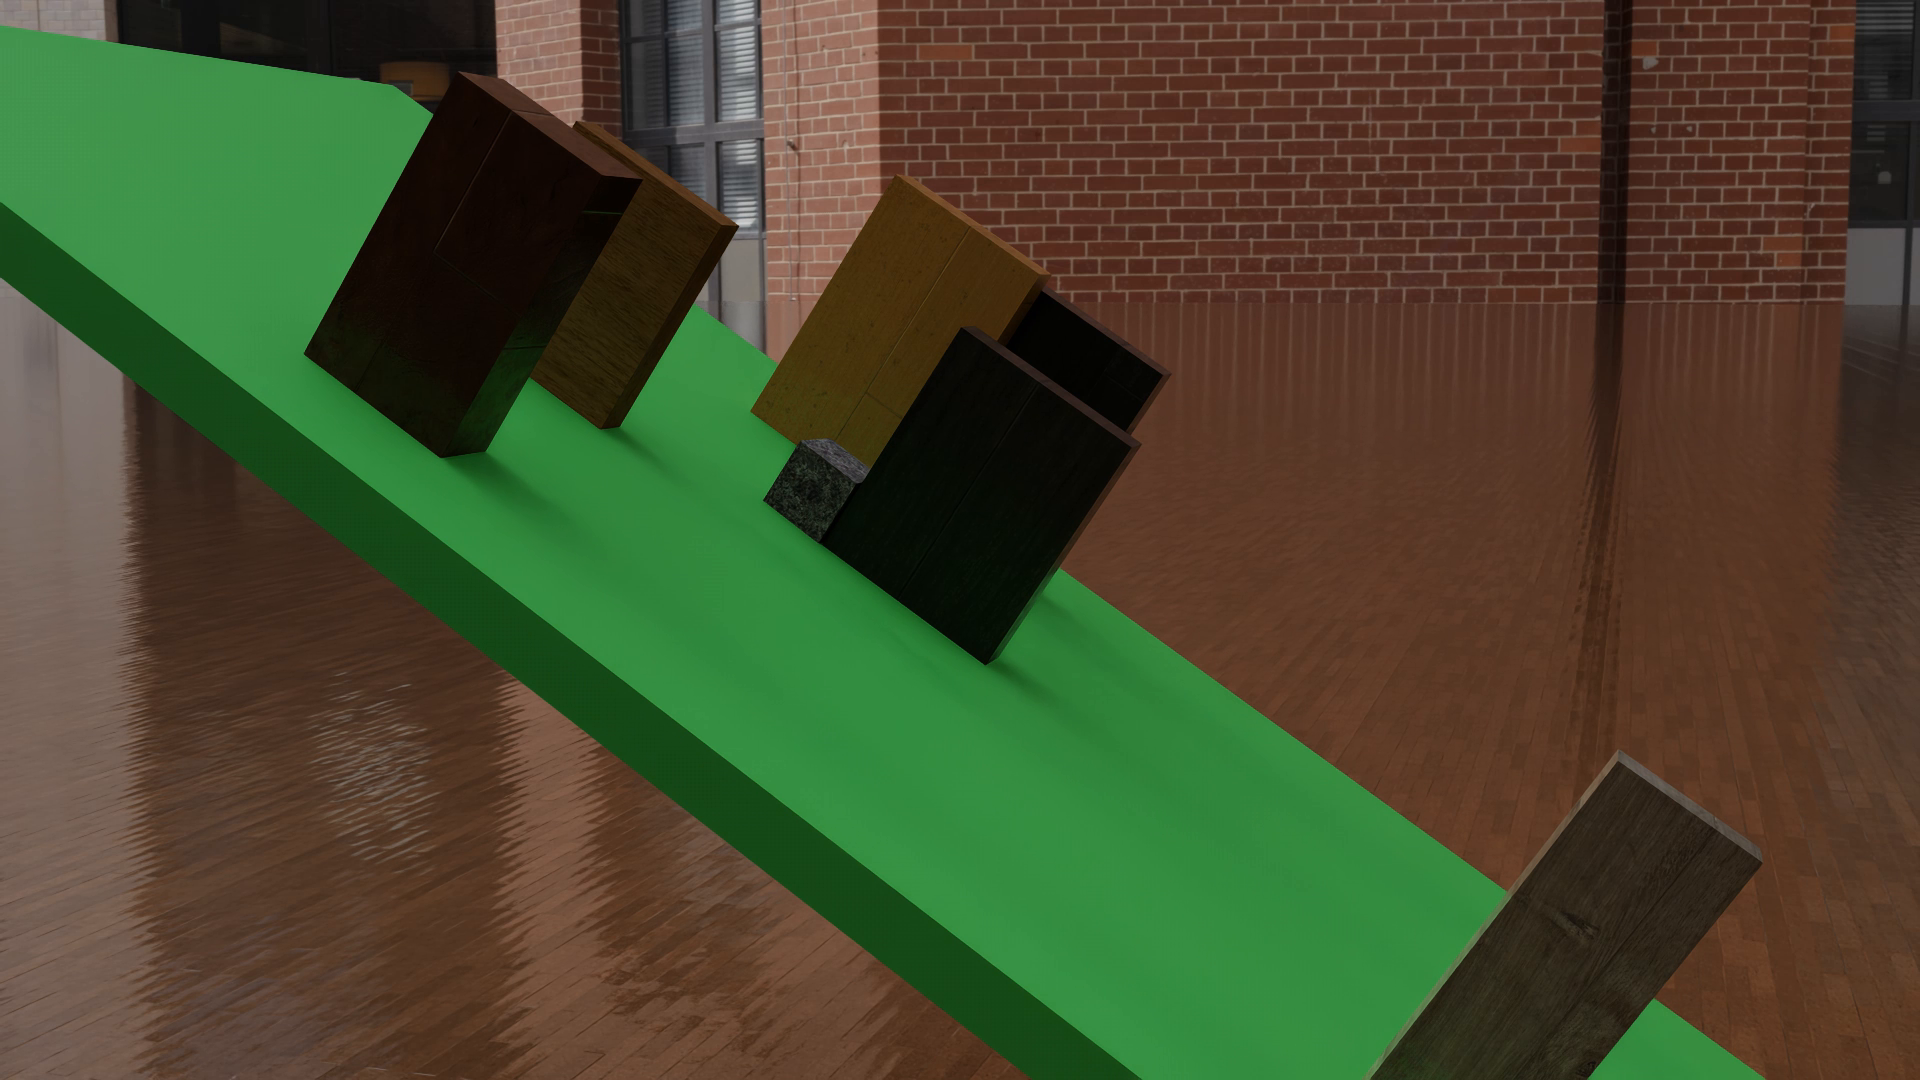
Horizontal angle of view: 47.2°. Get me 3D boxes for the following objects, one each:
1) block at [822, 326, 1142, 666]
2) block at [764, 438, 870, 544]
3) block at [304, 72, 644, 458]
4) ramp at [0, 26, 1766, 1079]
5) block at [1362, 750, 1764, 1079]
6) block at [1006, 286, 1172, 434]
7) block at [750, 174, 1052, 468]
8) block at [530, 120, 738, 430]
[{"bbox_3d":[0.038,-0.084,4.139,0.389,0.500,0.089,36,15,10],"label":"block"},{"bbox_3d":[-0.263,-0.097,4.255,0.141,0.141,0.141,37,16,14],"label":"block"},{"bbox_3d":[-0.779,-0.436,3.513,0.293,0.528,0.145,36,15,10],"label":"block"},{"bbox_3d":[-0.117,0.200,4.095,4.000,0.100,2.000,36,15,10],"label":"ramp"},{"bbox_3d":[0.875,0.649,3.255,0.242,0.664,0.084,36,15,10],"label":"block"},{"bbox_3d":[0.117,-0.245,4.693,0.427,0.554,0.092,36,15,10],"label":"block"},{"bbox_3d":[-0.129,-0.413,4.633,0.371,0.596,0.098,36,15,10],"label":"block"},{"bbox_3d":[-0.667,-0.486,4.054,0.341,0.446,0.082,36,15,10],"label":"block"}]
